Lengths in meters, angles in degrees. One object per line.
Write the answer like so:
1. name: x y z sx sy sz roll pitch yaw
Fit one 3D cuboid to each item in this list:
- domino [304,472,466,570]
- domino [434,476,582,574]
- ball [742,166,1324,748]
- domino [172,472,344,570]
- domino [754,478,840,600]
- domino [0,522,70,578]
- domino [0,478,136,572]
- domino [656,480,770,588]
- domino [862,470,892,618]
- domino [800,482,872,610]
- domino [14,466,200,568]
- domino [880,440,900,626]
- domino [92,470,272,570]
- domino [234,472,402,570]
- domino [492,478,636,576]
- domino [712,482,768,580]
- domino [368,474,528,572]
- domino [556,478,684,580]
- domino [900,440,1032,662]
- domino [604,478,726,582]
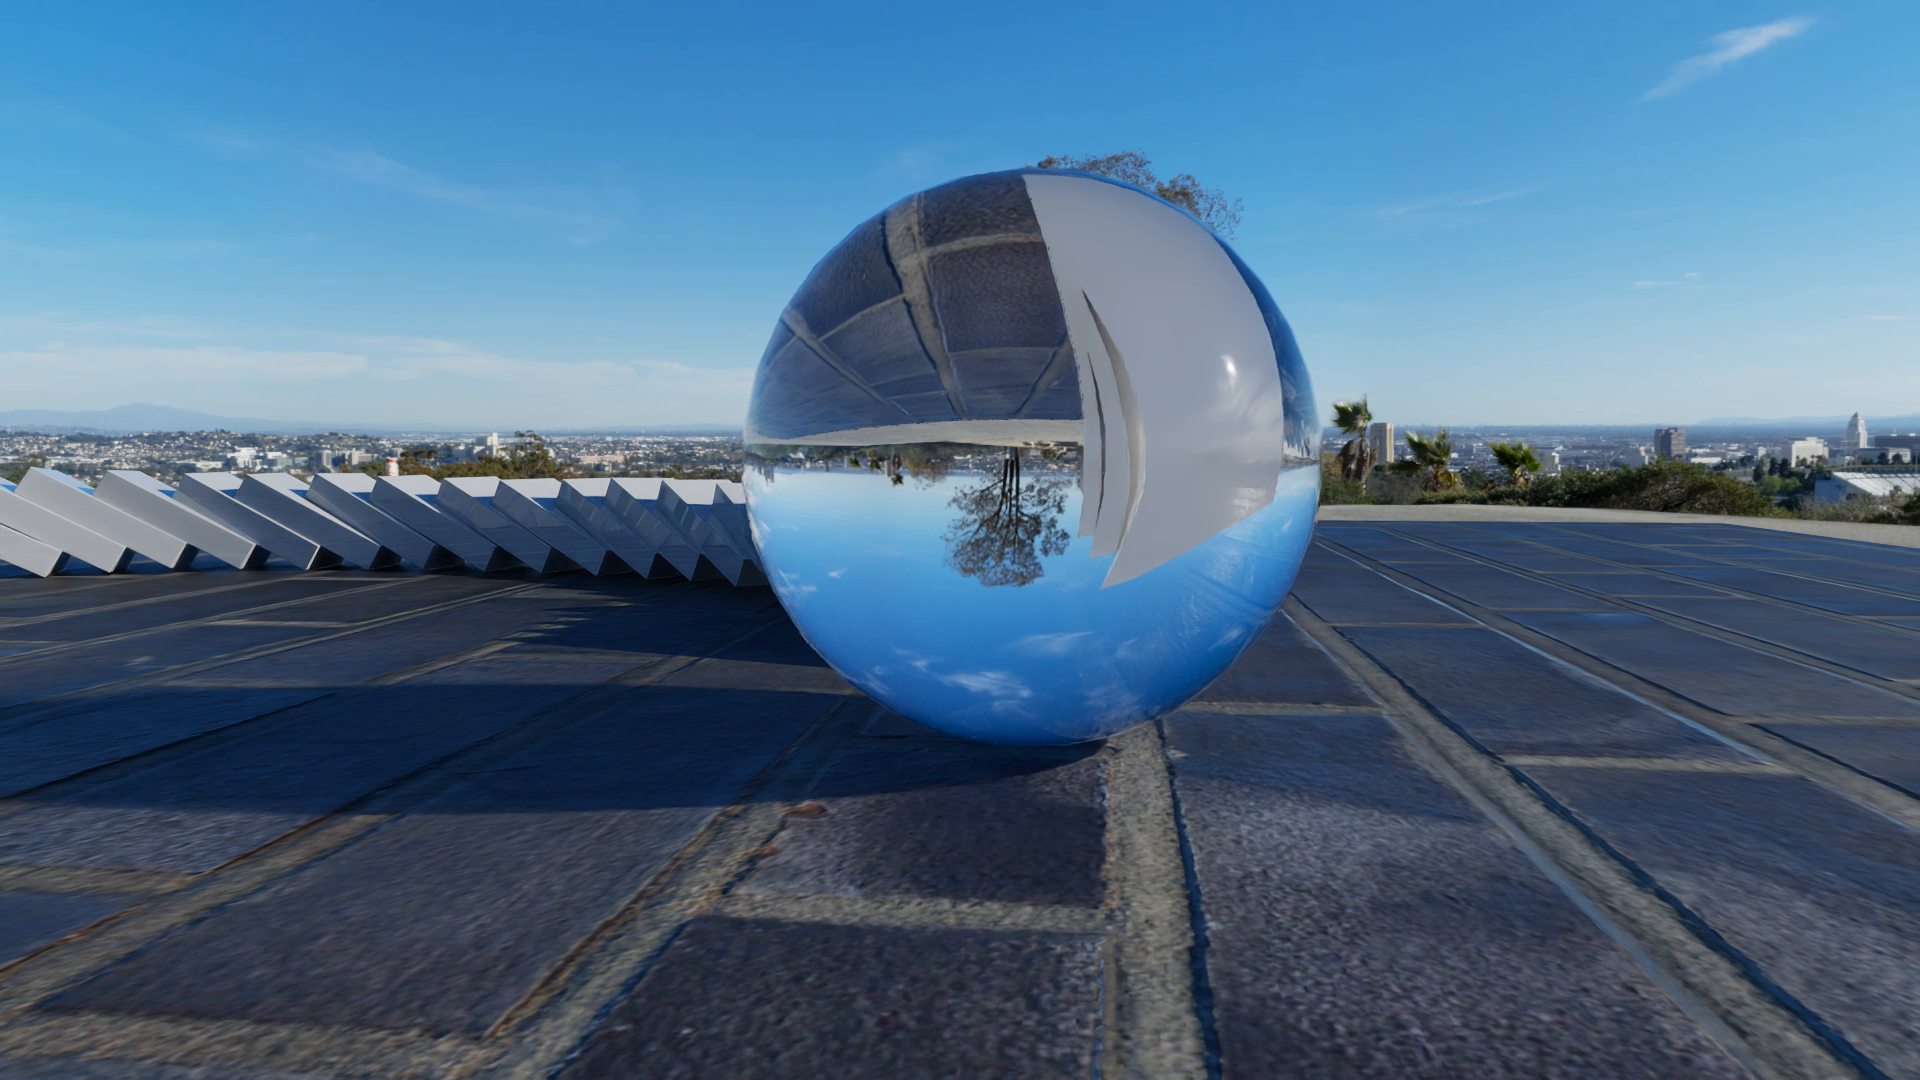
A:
1. domino: -0.197 -0.007 0.445 0.050 0.009 0.025 29 8 8
2. domino: -0.151 -0.006 0.439 0.050 0.009 0.025 30 14 18
3. ball: 0.010 -0.011 0.181 0.080 0.080 0.080 0 4 0
4. domino: -0.239 -0.007 0.441 0.050 0.009 0.025 29 4 -2
5. domino: -0.039 -0.001 0.368 0.025 0.010 0.050 -1 32 -31
6. domino: -0.313 -0.005 0.409 0.050 0.009 0.025 31 -9 -24
7. domino: -0.298 -0.006 0.418 0.050 0.009 0.025 31 -9 -20
8. domino: -0.071 -0.003 0.399 0.025 0.010 0.050 -3 31 -44
9. domino: -0.011 0.000 0.331 0.025 0.009 0.050 0 38 -8
10. domino: -0.025 0.001 0.349 0.025 0.009 0.050 -2 32 -23
11. domino: -0.282 -0.007 0.427 0.050 0.009 0.025 30 -9 -16
12. domino: -0.005 -0.003 0.314 0.025 0.050 0.010 -1 -38 -9
13. domino: -0.261 -0.007 0.434 0.050 0.010 0.025 30 -4 -11
14. domino: -0.219 -0.007 0.442 0.050 0.009 0.025 29 4 -2
15. domino: -0.130 -0.005 0.431 0.050 0.010 0.025 30 16 21
16. domino: -0.052 -0.001 0.384 0.025 0.010 0.050 -3 31 -35
17. domino: -0.175 -0.006 0.443 0.050 0.009 0.025 29 11 11
18. domino: -0.108 -0.005 0.423 0.050 0.010 0.025 34 22 29
19. domino: 0.000 0.001 0.262 0.025 0.050 0.010 0 -38 -3
20. domino: -0.090 -0.004 0.413 0.050 0.010 0.025 36 23 33
